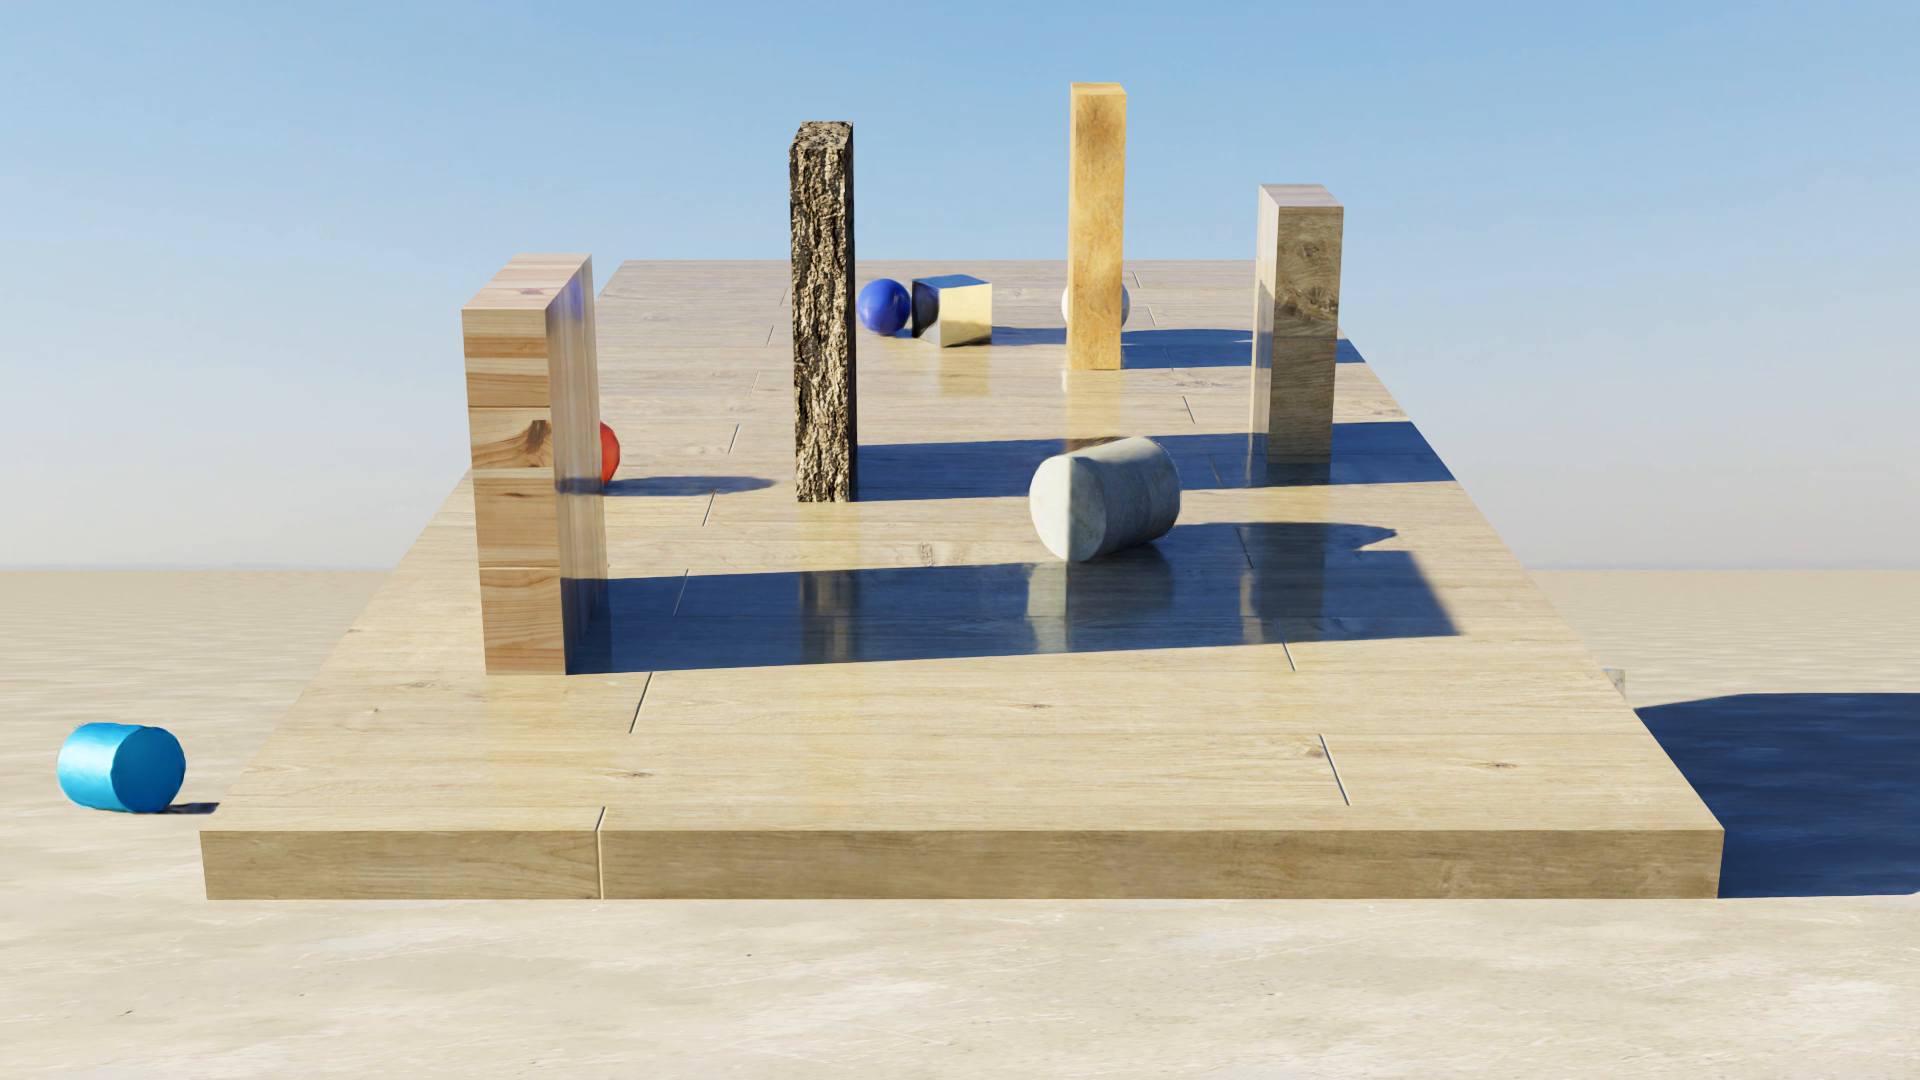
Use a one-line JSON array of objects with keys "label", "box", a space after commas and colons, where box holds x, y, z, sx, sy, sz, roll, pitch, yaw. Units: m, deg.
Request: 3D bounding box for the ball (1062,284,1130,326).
[{"label": "ball", "box": [0.346, -0.598, 5.685, 0.175, 0.175, 0.175, 0, -1, 0]}]

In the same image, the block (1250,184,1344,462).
[{"label": "block", "box": [0.699, -0.457, 4.670, 0.130, 0.530, 0.293, 0, 18, 0]}]

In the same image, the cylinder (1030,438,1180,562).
[{"label": "cylinder", "box": [0.262, -0.074, 4.029, 0.192, 0.192, 0.192, -16, 10, -40]}]

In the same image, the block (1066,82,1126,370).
[{"label": "block", "box": [0.328, -0.761, 5.409, 0.117, 0.656, 0.249, 0, 18, 0]}]

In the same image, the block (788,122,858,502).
[{"label": "block", "box": [-0.267, -0.460, 4.426, 0.102, 0.682, 0.405, 0, 18, 0]}]

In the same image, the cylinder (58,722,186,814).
[{"label": "cylinder", "box": [-1.507, 0.408, 4.016, 0.155, 0.155, 0.155, 0, 0, 34]}]

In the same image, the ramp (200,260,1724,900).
[{"label": "ramp", "box": [-0.003, -0.184, 4.848, 2.000, 0.100, 4.000, 0, 18, 0]}]

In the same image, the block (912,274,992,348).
[{"label": "block", "box": [-0.022, -0.585, 5.685, 0.149, 0.149, 0.149, -10, 20, -28]}]

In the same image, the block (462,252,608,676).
[{"label": "block", "box": [-0.672, -0.133, 3.583, 0.123, 0.576, 0.448, 0, 18, 0]}]

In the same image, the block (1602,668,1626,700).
[{"label": "block", "box": [1.449, 0.404, 5.321, 0.193, 0.193, 0.193, -1, -1, 44]}]

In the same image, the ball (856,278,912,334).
[{"label": "ball", "box": [-0.194, -0.599, 5.737, 0.144, 0.144, 0.144, 0, -1, 0]}]

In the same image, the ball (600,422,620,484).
[{"label": "ball", "box": [-0.742, -0.170, 4.396, 0.147, 0.147, 0.147, 0, -1, 0]}]
